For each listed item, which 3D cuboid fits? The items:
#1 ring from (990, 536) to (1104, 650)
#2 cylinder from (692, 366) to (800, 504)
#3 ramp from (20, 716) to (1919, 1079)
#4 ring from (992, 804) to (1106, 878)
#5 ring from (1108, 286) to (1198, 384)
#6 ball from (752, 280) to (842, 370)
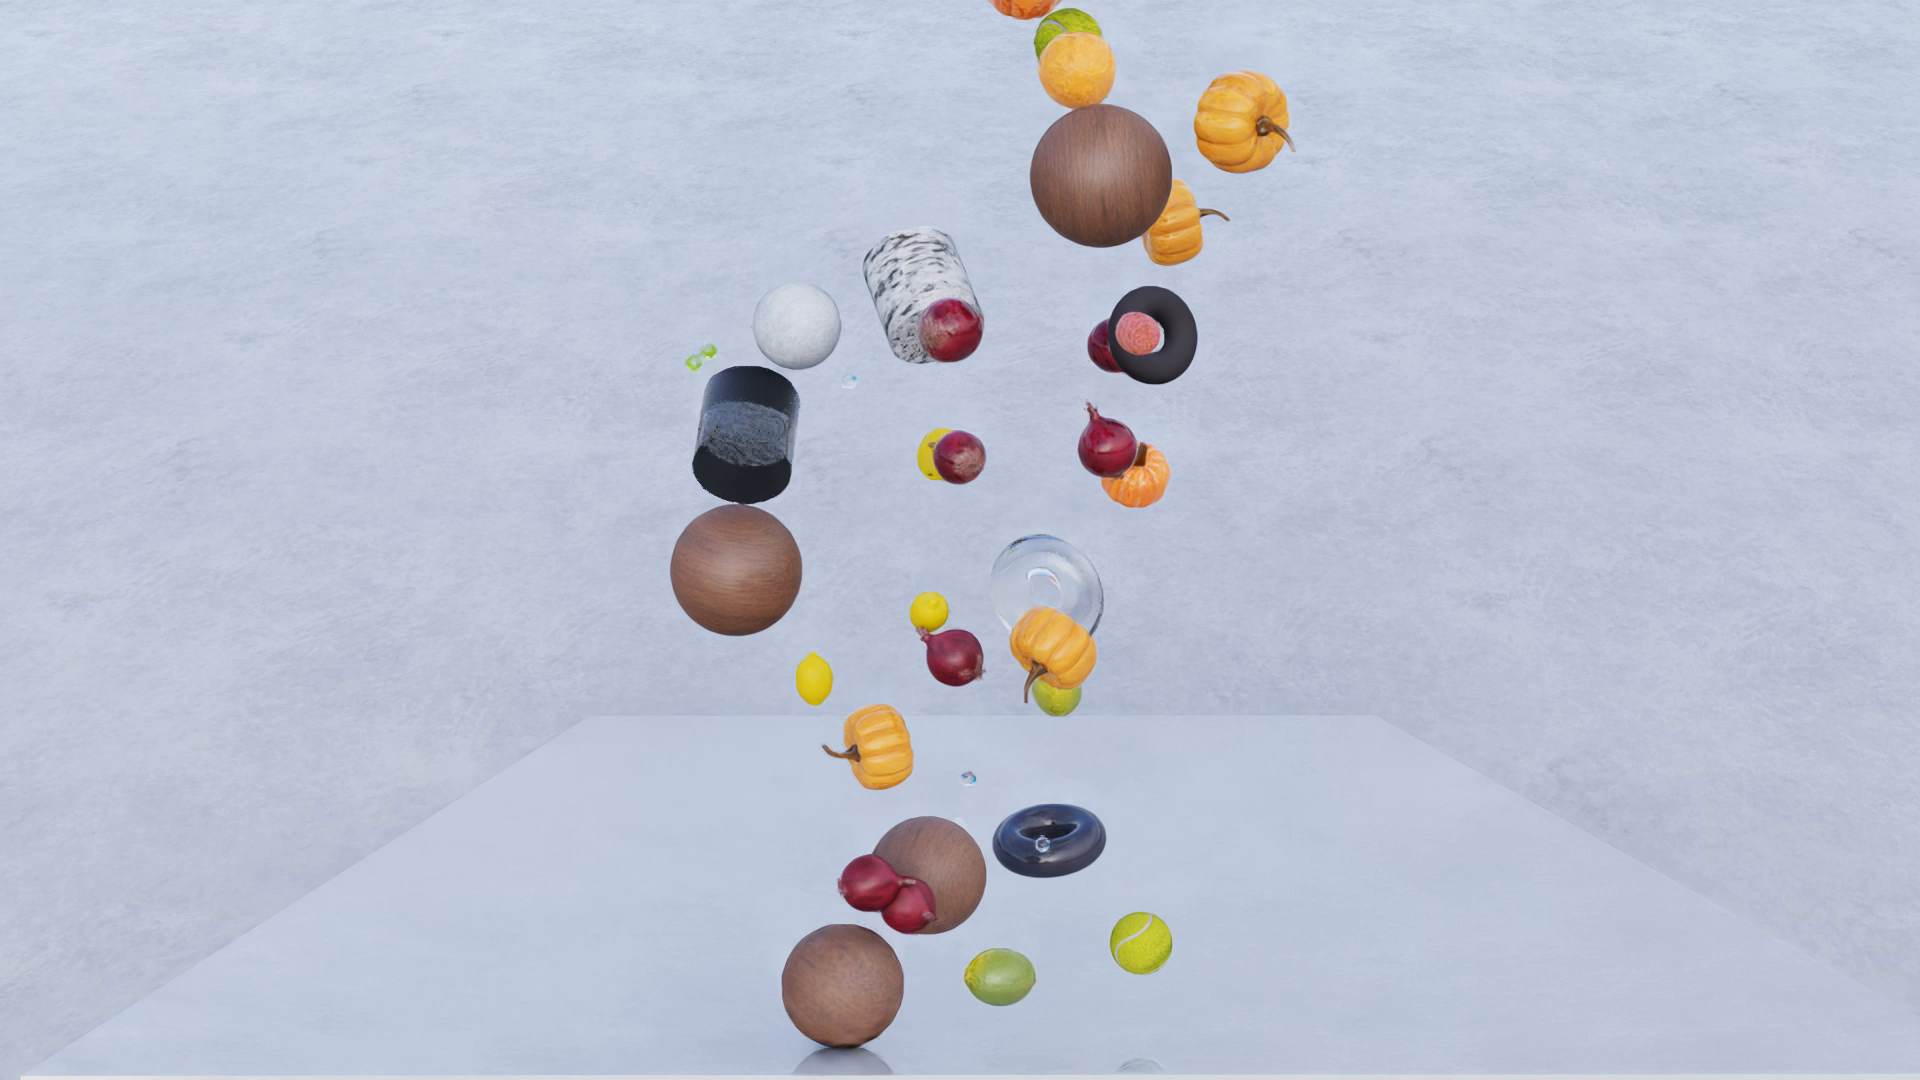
[{"bbox_3d":[0.093,0.057,2.767,0.134,0.134,0.045,15,28,27],"label":"ring"},{"bbox_3d":[-0.199,-0.099,2.412,0.091,0.091,0.091,1,47,3],"label":"cylinder"},{"bbox_3d":[0.060,0.540,4.577,2.000,0.100,4.000,0,1,0],"label":"ramp"},{"bbox_3d":[0.105,0.354,3.043,0.136,0.045,0.136,-6,21,2],"label":"ring"},{"bbox_3d":[0.193,-0.205,2.581,0.100,0.100,0.033,-15,3,-27],"label":"ring"},{"bbox_3d":[-0.152,-0.200,2.409,0.083,0.083,0.083,0,26,0],"label":"ball"}]
